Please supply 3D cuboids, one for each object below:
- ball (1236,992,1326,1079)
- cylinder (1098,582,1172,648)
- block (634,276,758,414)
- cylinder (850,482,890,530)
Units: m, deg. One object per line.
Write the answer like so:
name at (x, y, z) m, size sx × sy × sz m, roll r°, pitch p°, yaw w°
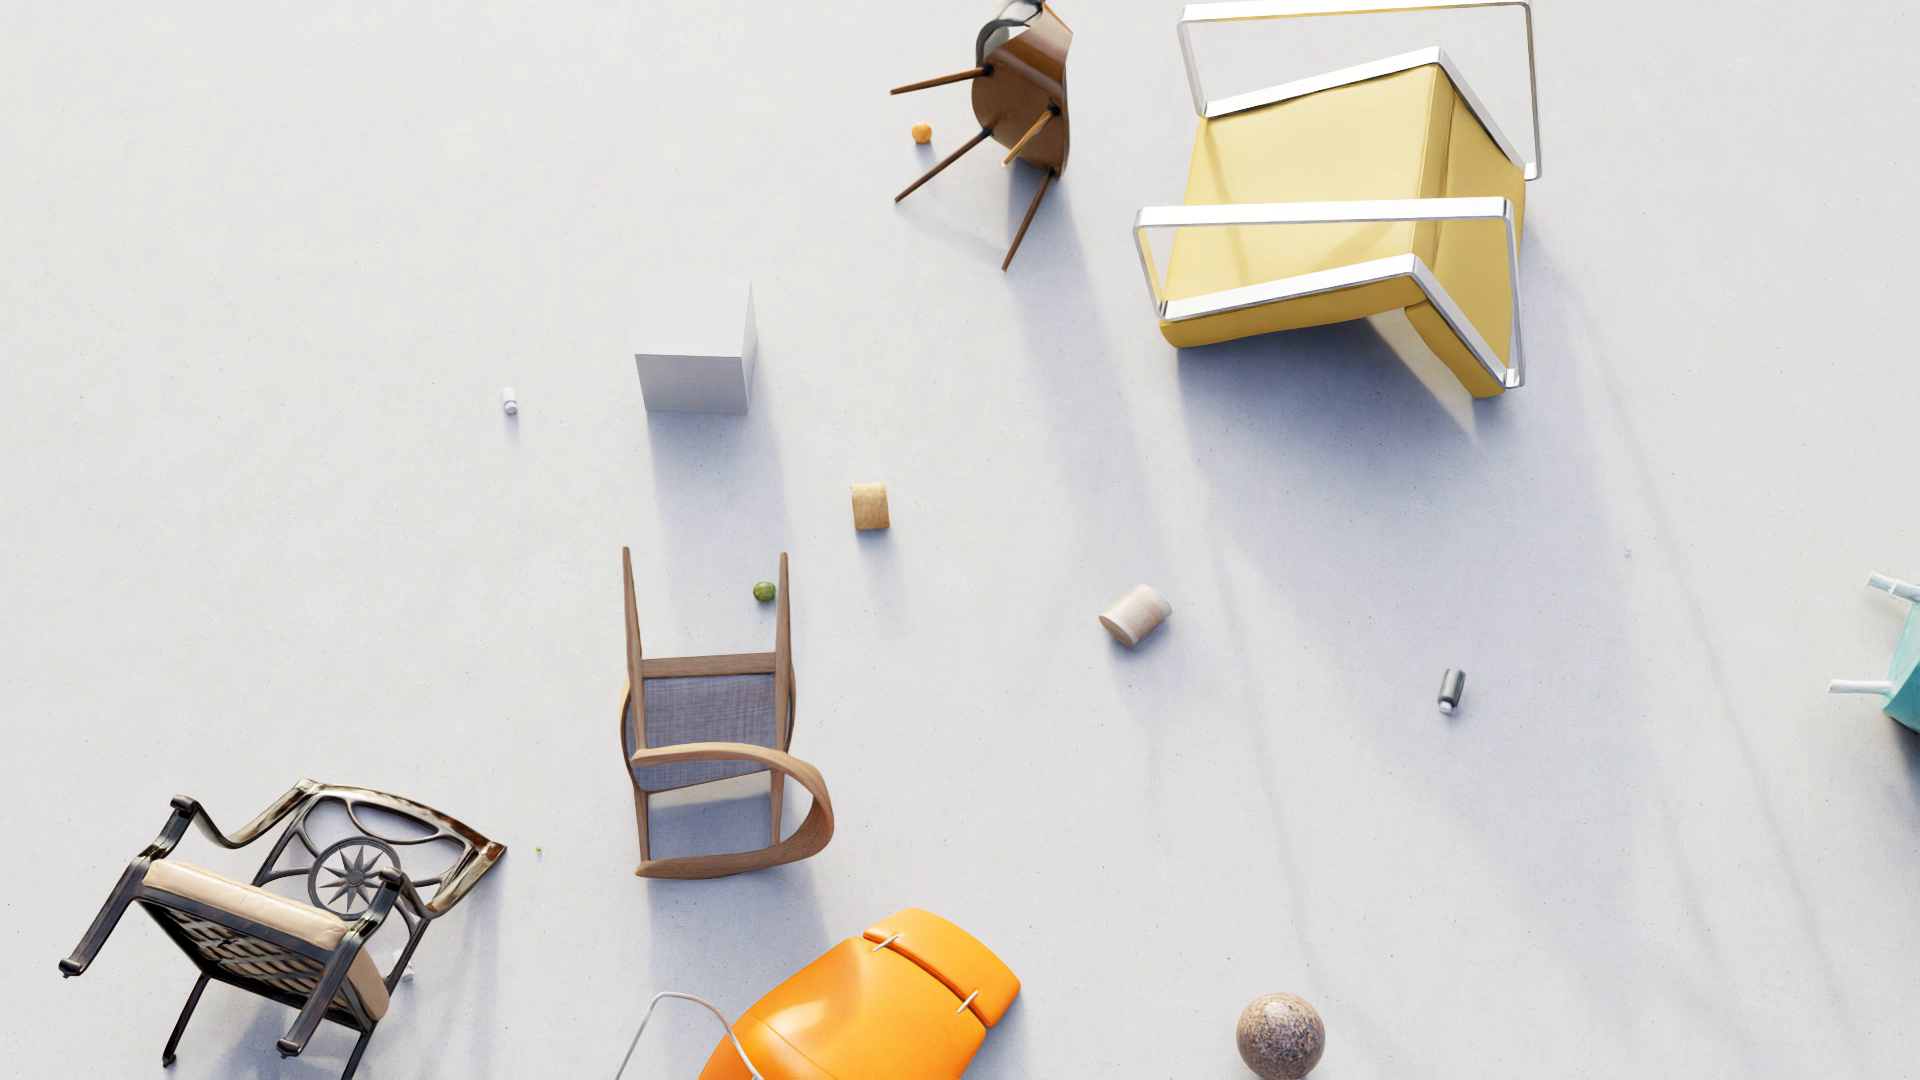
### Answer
ball at (0.815, 1.263, 5.590) m, size 0.227 × 0.227 × 0.227 m, roll 0°, pitch 56°, yaw 0°
cylinder at (0.510, 0.217, 6.379) m, size 0.163 × 0.081 × 0.142 m, roll -38°, pitch 57°, yaw -22°
block at (-0.812, -0.606, 6.812) m, size 0.322 × 0.280 × 0.310 m, roll 2°, pitch 56°, yaw 1°
cylinder at (-0.268, -0.102, 6.576) m, size 0.102 × 0.099 × 0.137 m, roll -6°, pitch 89°, yaw -4°
